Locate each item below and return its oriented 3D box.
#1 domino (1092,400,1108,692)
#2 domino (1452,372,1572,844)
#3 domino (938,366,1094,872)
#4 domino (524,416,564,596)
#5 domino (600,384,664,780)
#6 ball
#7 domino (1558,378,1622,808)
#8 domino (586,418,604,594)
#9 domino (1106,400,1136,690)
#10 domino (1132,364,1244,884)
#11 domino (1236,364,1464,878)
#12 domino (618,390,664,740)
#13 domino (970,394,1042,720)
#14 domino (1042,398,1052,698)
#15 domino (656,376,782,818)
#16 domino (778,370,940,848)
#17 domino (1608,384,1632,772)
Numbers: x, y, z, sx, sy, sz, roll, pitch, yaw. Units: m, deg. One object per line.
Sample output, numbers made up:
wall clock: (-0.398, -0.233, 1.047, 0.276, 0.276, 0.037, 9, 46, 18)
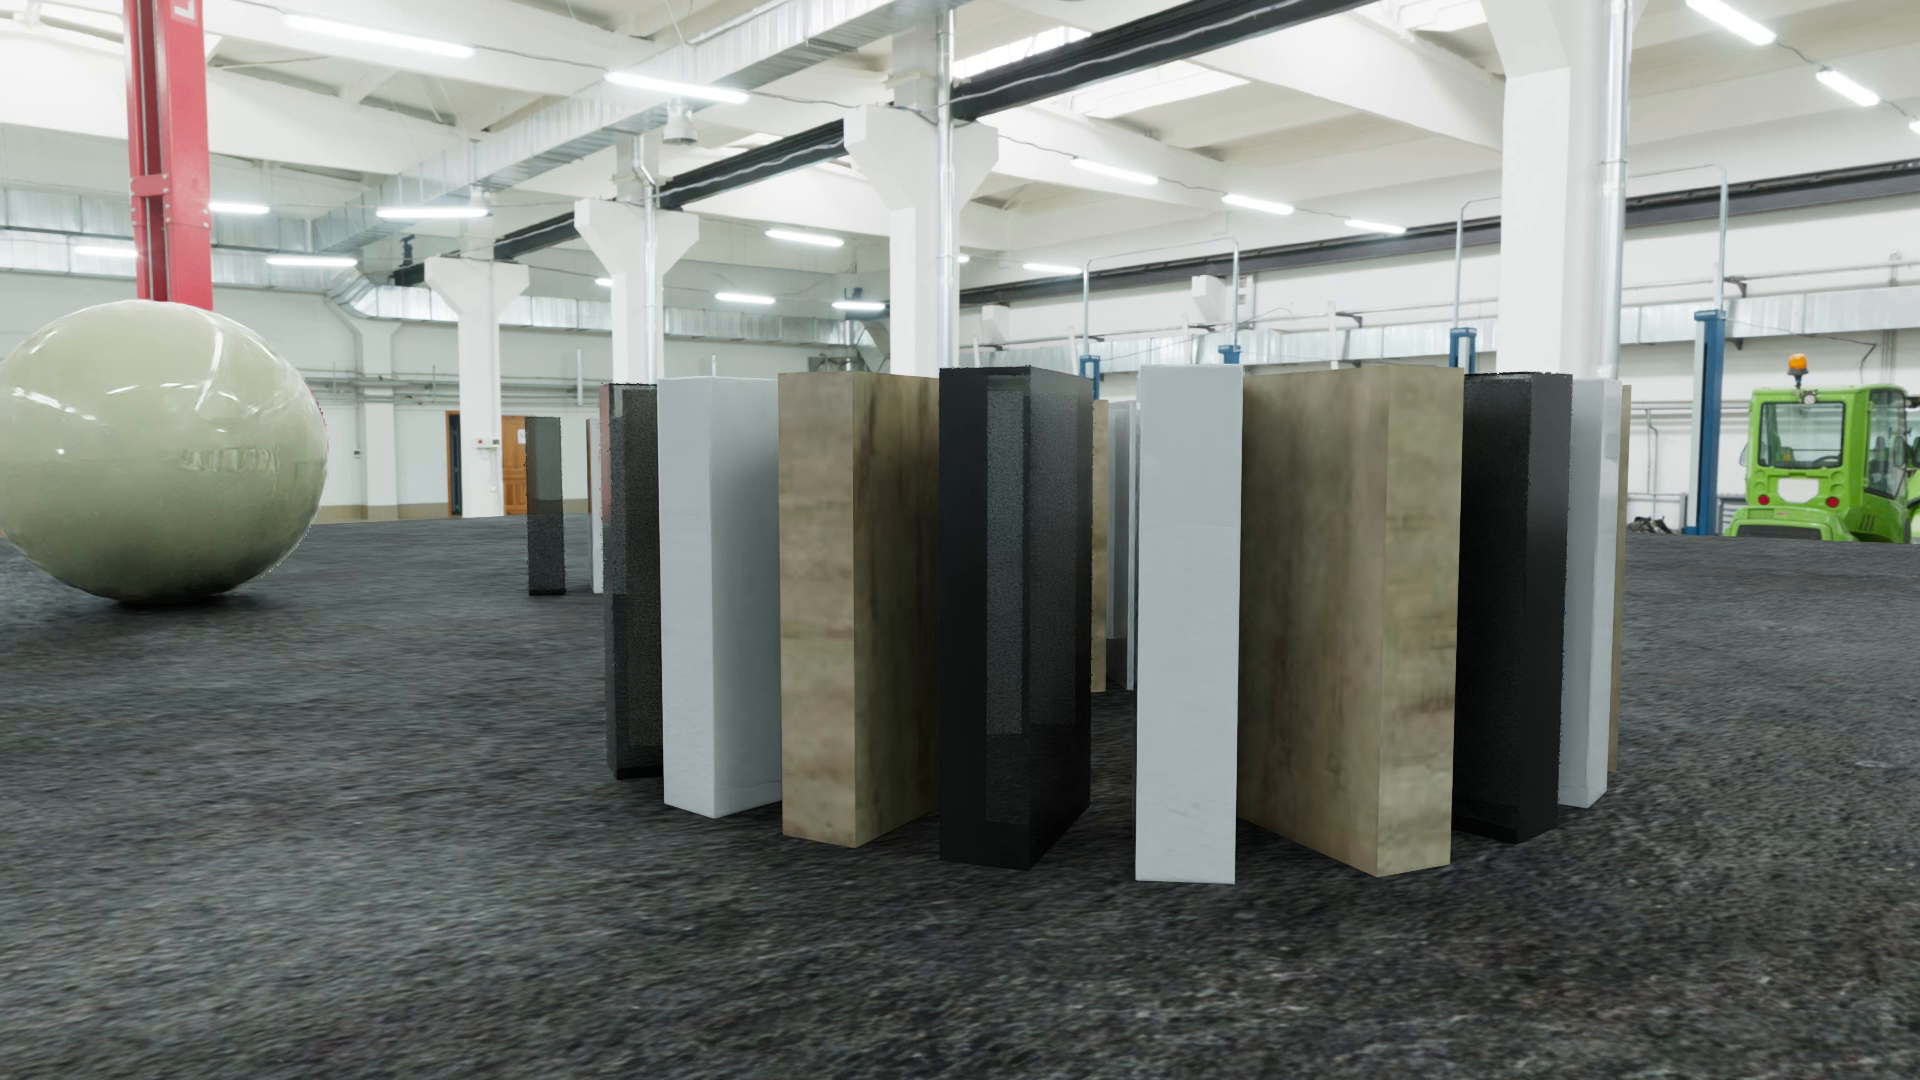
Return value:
domino: (0.016, 0.000, 0.228, 0.009, 0.050, 0.025, -2, 5, -25)
domino: (0.055, 0.007, 0.147, 0.009, 0.050, 0.025, -4, 6, -41)
domino: (0.007, 0.007, 0.139, 0.009, 0.050, 0.025, 2, 5, 20)
domino: (-0.120, -0.010, 0.371, 0.010, 0.050, 0.025, -1, 5, -18)
domino: (-0.034, 0.005, 0.170, 0.025, 0.050, 0.010, -2, 5, -23)
ball: (-0.212, -0.023, 0.340, 0.080, 0.080, 0.080, 0, 4, 0)
domino: (0.067, 0.006, 0.159, 0.025, 0.050, 0.009, 3, 5, 38)
domino: (-0.104, -0.011, 0.376, 0.010, 0.050, 0.025, -1, 5, -19)
domino: (0.032, 0.000, 0.233, 0.010, 0.050, 0.025, -1, 4, -8)
domino: (0.023, 0.007, 0.135, 0.009, 0.050, 0.025, 1, 4, 7)
domino: (0.040, 0.007, 0.138, 0.010, 0.050, 0.025, -2, 5, -24)
domino: (-0.035, 0.004, 0.187, 0.025, 0.050, 0.009, 0, 4, 5)
domino: (0.000, 0.002, 0.201, 0.025, 0.050, 0.010, 0, 4, 0)
domino: (0.002, 0.001, 0.218, 0.025, 0.050, 0.010, 2, 5, 23)
domino: (-0.023, 0.006, 0.156, 0.010, 0.050, 0.025, 4, 6, 41)
domino: (-0.009, 0.007, 0.147, 0.009, 0.050, 0.025, 2, 5, 29)
domino: (0.076, 0.005, 0.174, 0.025, 0.050, 0.010, 2, 5, 24)
